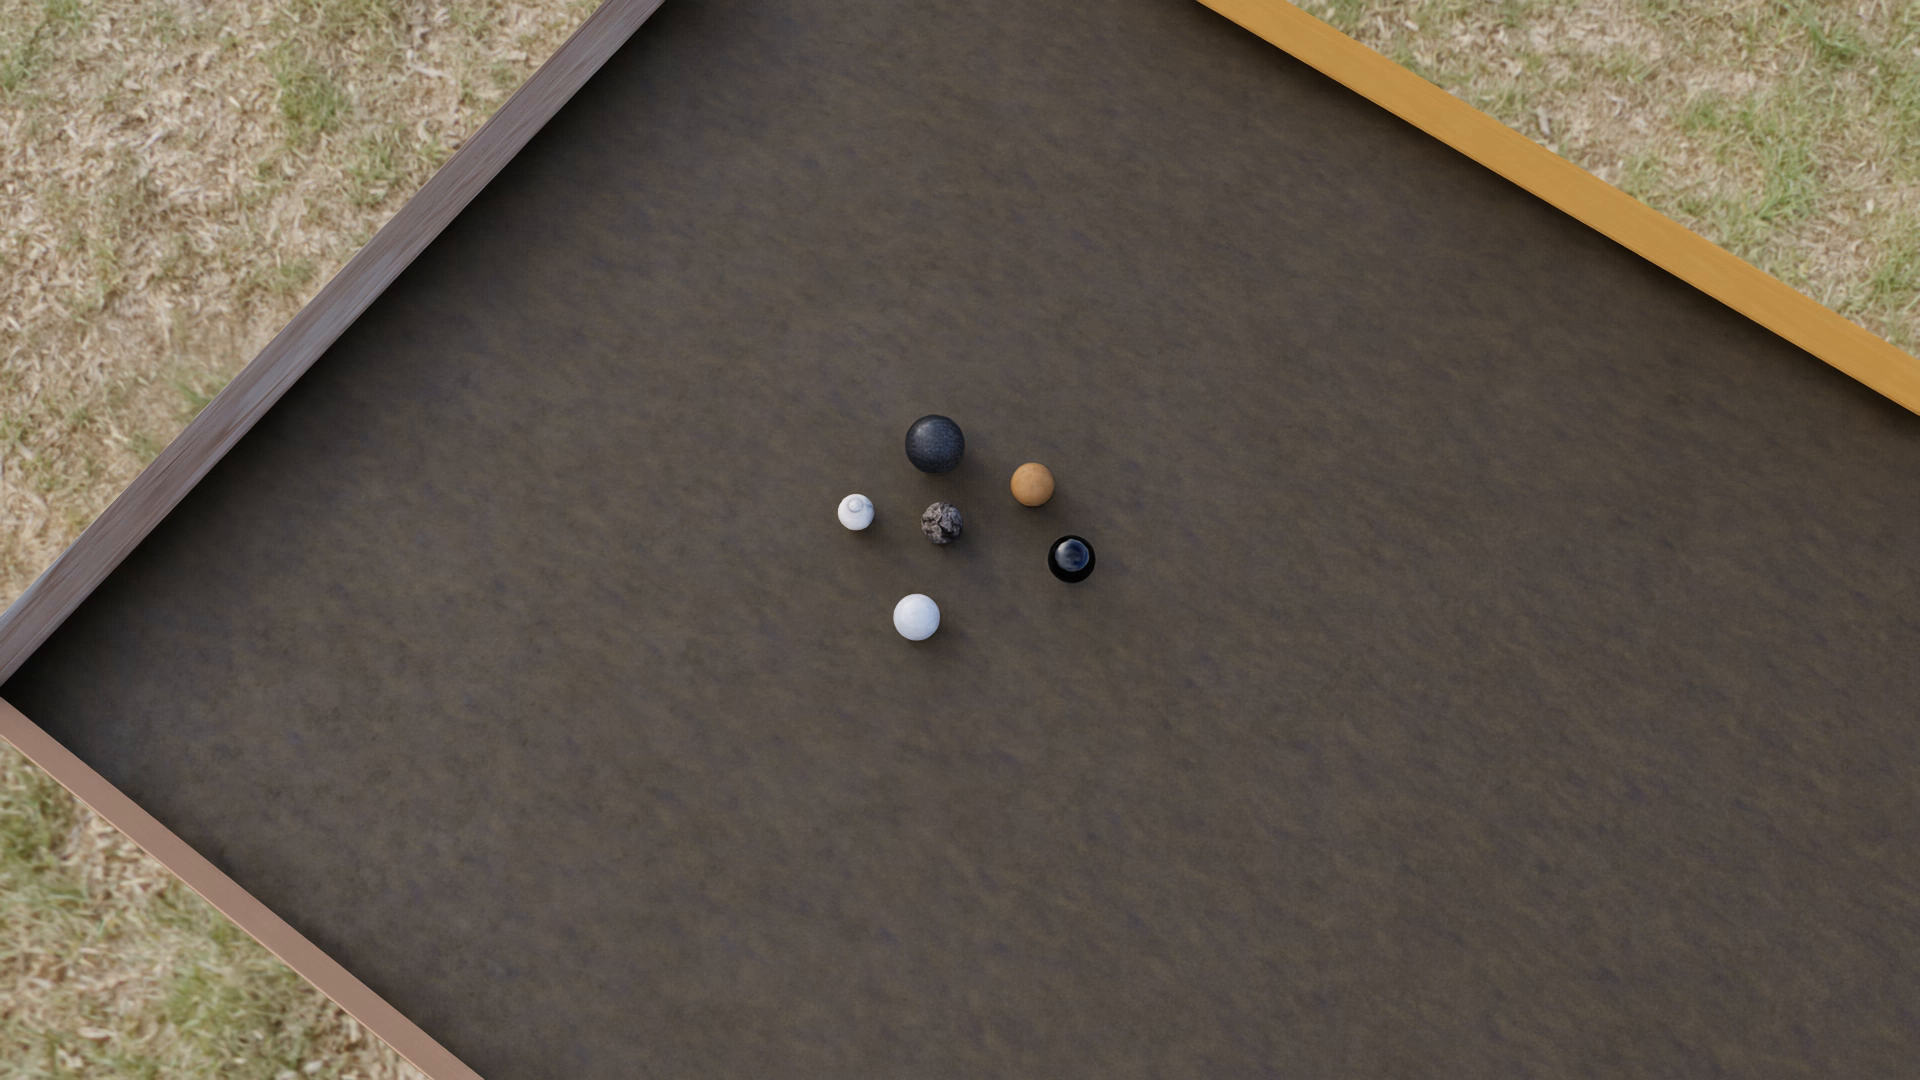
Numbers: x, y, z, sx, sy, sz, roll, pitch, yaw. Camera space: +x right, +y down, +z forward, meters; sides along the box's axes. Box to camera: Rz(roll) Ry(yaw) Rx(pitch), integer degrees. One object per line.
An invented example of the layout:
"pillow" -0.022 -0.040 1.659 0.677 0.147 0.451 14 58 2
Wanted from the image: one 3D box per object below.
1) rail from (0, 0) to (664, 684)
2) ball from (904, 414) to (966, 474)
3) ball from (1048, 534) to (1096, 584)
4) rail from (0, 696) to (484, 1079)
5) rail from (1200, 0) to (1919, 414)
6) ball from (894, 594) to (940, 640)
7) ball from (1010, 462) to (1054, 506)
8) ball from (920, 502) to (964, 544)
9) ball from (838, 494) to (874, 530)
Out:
"rail" -0.865 -0.588 3.777 0.045 0.129 2.294 34 70 14
"ball" -0.041 -0.156 3.600 0.099 0.099 0.099 0 66 0
"ball" 0.179 0.031 3.528 0.078 0.078 0.078 0 66 0
"rail" 0.221 1.405 2.881 4.380 0.129 0.045 34 70 14
"rail" 1.547 -0.249 3.624 4.380 0.129 0.045 34 70 14
"ball" -0.069 0.122 3.488 0.075 0.075 0.075 0 66 0
"ball" 0.118 -0.091 3.585 0.072 0.072 0.072 0 66 0
"ball" -0.029 -0.027 3.559 0.069 0.069 0.069 0 66 0
"ball" -0.169 -0.045 3.572 0.059 0.059 0.059 0 66 0
